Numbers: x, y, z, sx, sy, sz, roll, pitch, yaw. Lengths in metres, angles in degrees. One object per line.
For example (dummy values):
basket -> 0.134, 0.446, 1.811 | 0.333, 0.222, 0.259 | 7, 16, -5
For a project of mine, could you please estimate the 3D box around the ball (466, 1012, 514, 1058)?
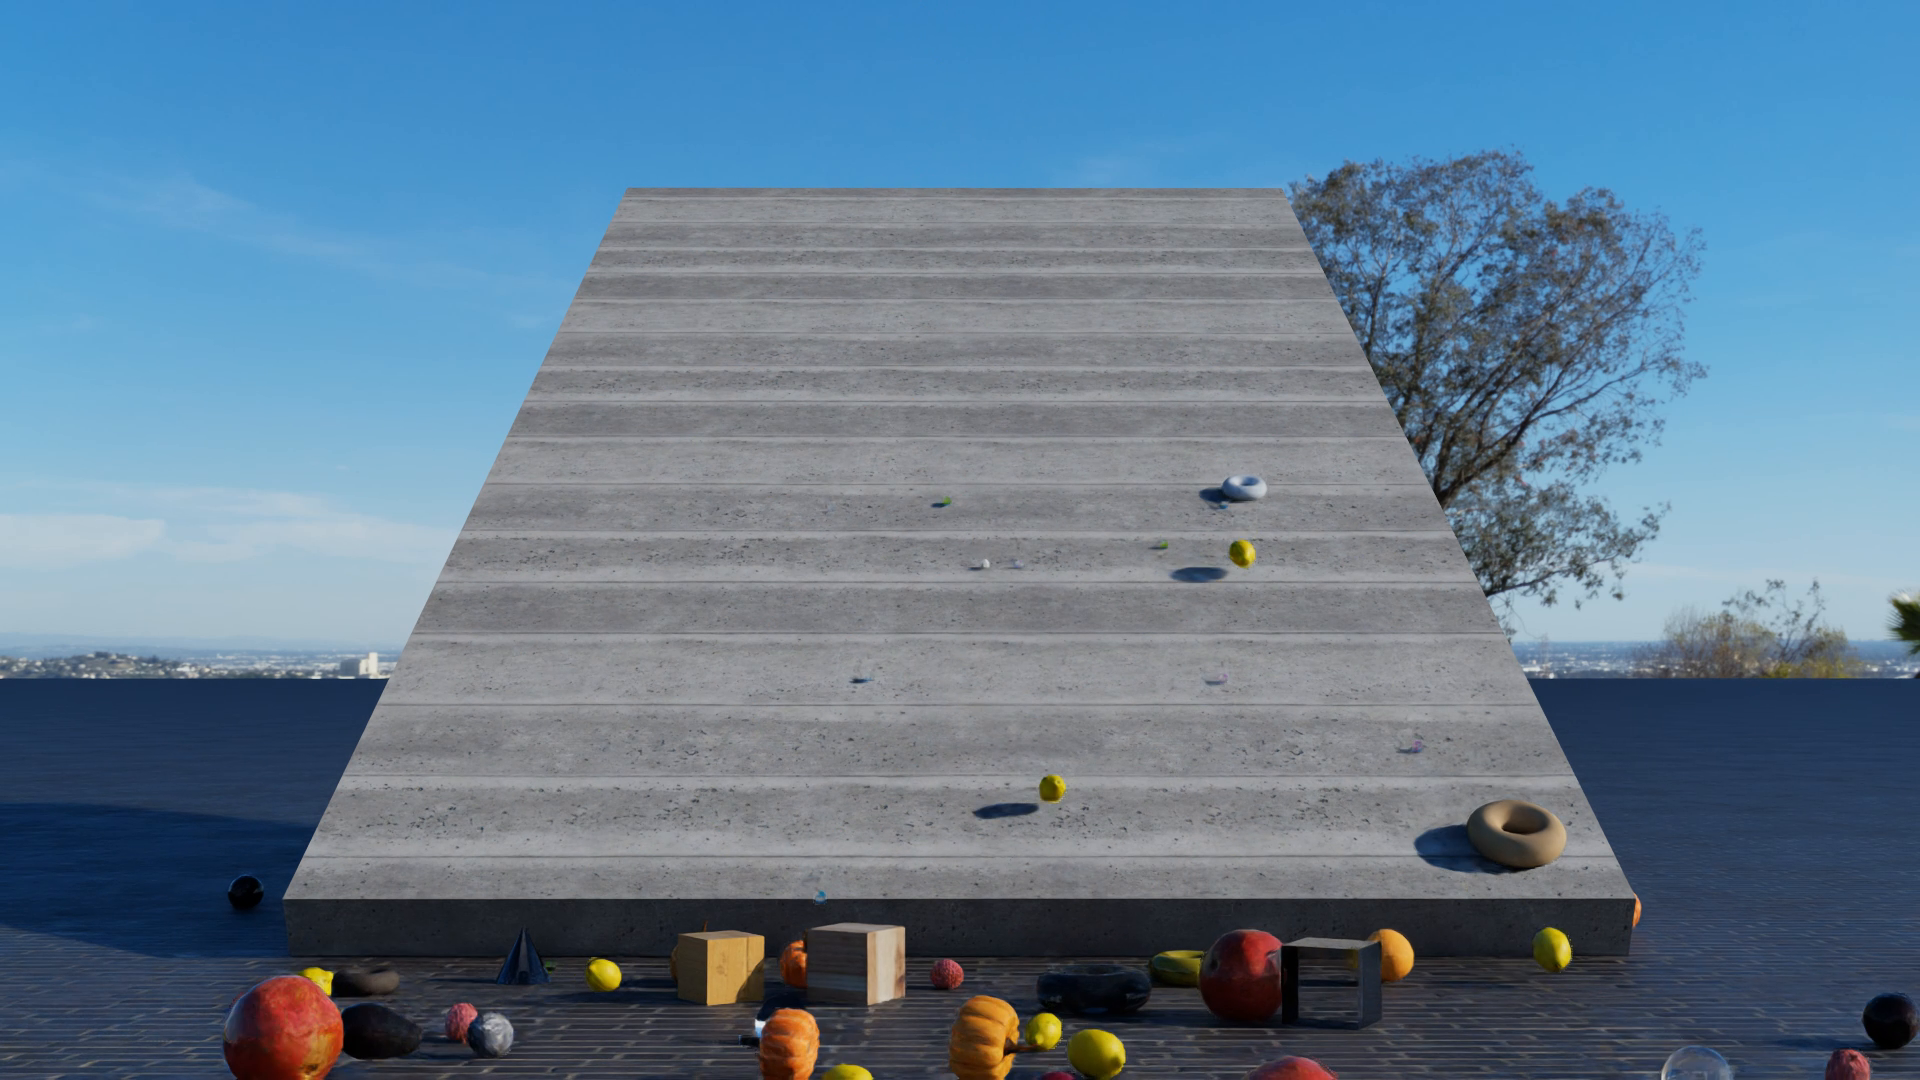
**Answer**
ball -> -0.517, 0.544, 2.554 | 0.050, 0.050, 0.050 | 0, -3, 0

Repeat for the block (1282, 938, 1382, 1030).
block -> 0.451, 0.537, 2.815 | 0.095, 0.095, 0.095 | -2, -4, 27

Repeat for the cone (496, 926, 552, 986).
cone -> -0.599, 0.567, 3.185 | 0.076, 0.076, 0.076 | 0, -3, 0

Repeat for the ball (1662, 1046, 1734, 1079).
ball -> 0.705, 0.517, 2.219 | 0.066, 0.066, 0.066 | 0, -3, 0

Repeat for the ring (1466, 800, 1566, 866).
ring -> 0.852, 0.449, 3.557 | 0.149, 0.050, 0.149 | 0, 25, 0

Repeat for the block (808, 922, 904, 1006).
block -> -0.135, 0.550, 3.018 | 0.091, 0.091, 0.091 | -2, -4, 30

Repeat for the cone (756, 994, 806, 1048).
cone -> -0.193, 0.562, 2.664 | 0.062, 0.062, 0.062 | -1, -30, 22

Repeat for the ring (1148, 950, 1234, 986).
ring -> 0.315, 0.585, 3.170 | 0.117, 0.039, 0.117 | 1, -2, 0

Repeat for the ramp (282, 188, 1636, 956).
ramp -> -0.008, -0.227, 5.281 | 2.000, 0.100, 4.000 | 0, 24, 0

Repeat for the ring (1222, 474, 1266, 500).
ring -> 0.595, -0.109, 4.852 | 0.094, 0.031, 0.094 | -1, 25, 0

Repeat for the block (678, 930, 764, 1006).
block -> -0.310, 0.554, 3.013 | 0.082, 0.082, 0.082 | 2, -4, -34

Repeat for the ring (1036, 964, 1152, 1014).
ring -> 0.169, 0.567, 2.931 | 0.147, 0.049, 0.147 | -1, -3, 0

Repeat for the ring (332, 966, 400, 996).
ring -> -0.786, 0.584, 3.072 | 0.088, 0.029, 0.088 | 0, -2, 0
